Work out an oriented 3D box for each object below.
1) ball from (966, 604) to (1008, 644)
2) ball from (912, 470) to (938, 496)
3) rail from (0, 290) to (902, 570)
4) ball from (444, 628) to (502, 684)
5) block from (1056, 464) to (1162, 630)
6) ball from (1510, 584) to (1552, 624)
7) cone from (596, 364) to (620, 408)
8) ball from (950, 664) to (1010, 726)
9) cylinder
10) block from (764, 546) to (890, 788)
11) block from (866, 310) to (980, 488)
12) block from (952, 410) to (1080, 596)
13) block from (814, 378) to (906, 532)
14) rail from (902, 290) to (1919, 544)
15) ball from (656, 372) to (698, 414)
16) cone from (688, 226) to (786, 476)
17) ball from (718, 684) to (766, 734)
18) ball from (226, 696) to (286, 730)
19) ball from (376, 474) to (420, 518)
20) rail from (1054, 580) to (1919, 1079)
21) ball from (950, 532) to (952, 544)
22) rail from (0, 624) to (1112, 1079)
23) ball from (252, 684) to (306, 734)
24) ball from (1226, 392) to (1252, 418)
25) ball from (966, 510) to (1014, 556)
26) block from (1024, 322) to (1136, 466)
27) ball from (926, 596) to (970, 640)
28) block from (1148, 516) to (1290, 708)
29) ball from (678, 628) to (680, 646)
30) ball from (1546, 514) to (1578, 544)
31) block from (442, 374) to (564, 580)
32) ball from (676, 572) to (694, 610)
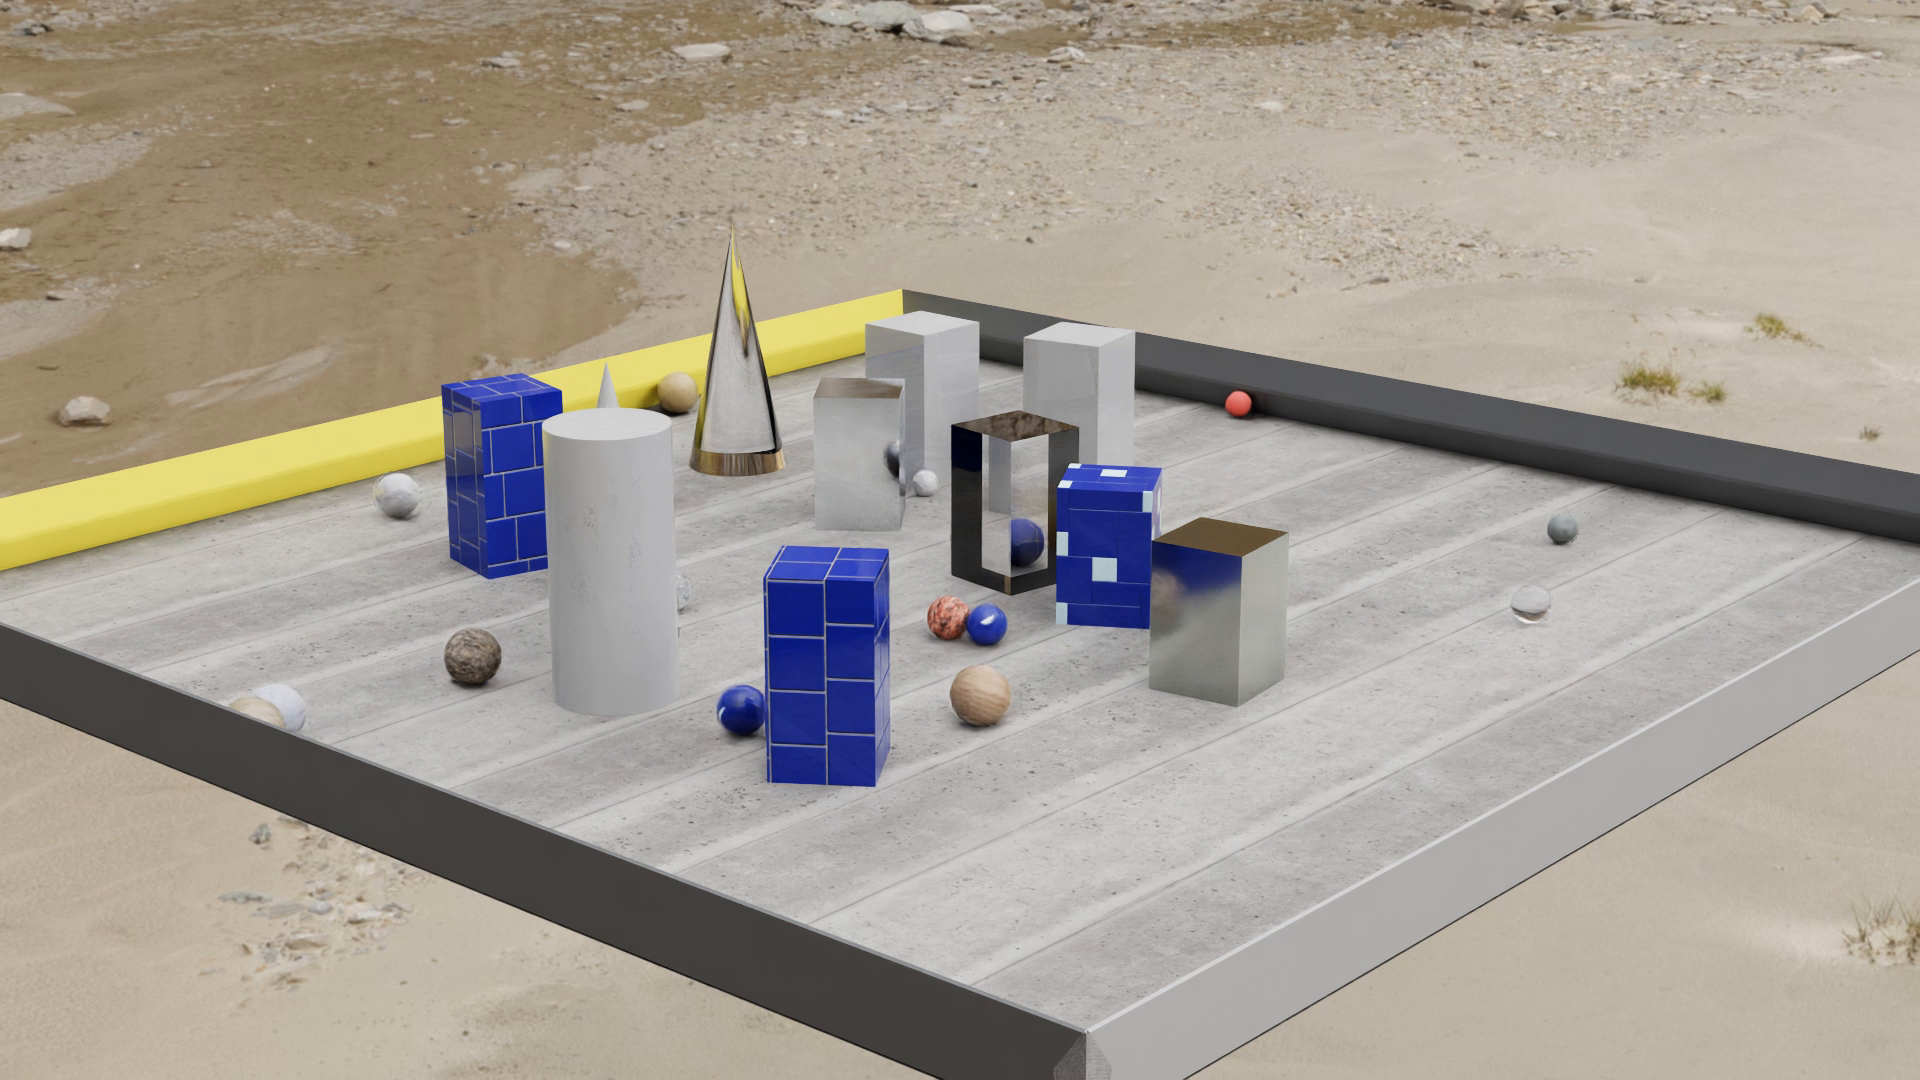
[{"bbox_3d":[0.045,0.140,4.872,0.069,0.069,0.069,0,17,0],"label":"ball"},{"bbox_3d":[-0.068,-0.111,5.737,0.051,0.051,0.051,0,17,0],"label":"ball"},{"bbox_3d":[-1.038,-0.227,5.982,0.045,0.130,2.797,14,22,39],"label":"rail"},{"bbox_3d":[-0.779,0.185,4.682,0.092,0.092,0.092,0,17,0],"label":"ball"},{"bbox_3d":[0.255,0.009,5.009,0.160,0.240,0.160,3,17,9],"label":"block"},{"bbox_3d":[0.970,0.109,4.977,0.068,0.068,0.068,0,17,0],"label":"ball"},{"bbox_3d":[-0.607,-0.108,5.087,0.200,0.420,0.200,0,17,0],"label":"cone"},{"bbox_3d":[0.031,0.238,4.504,0.094,0.094,0.094,0,17,0],"label":"ball"},{"bbox_3d":[-0.544,0.033,4.580,0.200,0.443,0.200,0,17,0],"label":"cylinder"},{"bbox_3d":[-0.193,0.184,4.302,0.160,0.314,0.160,2,17,6],"label":"block"},{"bbox_3d":[-0.075,-0.280,5.843,0.160,0.313,0.160,15,22,40],"label":"block"},{"bbox_3d":[0.097,-0.068,5.198,0.160,0.278,0.160,-14,22,-39],"label":"block"},{"bbox_3d":[-0.189,-0.163,5.551,0.160,0.257,0.160,1,17,3],"label":"block"},{"bbox_3d":[0.901,-0.267,6.114,2.796,0.130,0.045,14,22,39],"label":"rail"},{"bbox_3d":[-0.614,-0.320,6.362,0.090,0.090,0.090,0,17,0],"label":"ball"},{"bbox_3d":[-0.452,-0.392,5.902,0.200,0.493,0.200,0,17,0],"label":"cone"},{"bbox_3d":[-0.331,0.259,4.465,0.076,0.076,0.076,0,17,0],"label":"ball"},{"bbox_3d":[-1.051,0.283,4.345,0.100,0.100,0.100,0,17,0],"label":"ball"},{"bbox_3d":[-1.073,-0.086,5.595,0.084,0.084,0.084,0,17,0],"label":"ball"},{"bbox_3d":[1.038,0.292,4.257,0.045,0.130,2.797,14,22,39],"label":"rail"},{"bbox_3d":[0.004,-0.004,5.389,0.046,0.046,0.046,0,17,0],"label":"ball"},{"bbox_3d":[-0.901,0.332,4.126,2.796,0.130,0.045,14,22,39],"label":"rail"},{"bbox_3d":[-1.034,0.261,4.436,0.088,0.088,0.088,0,17,0],"label":"ball"},{"bbox_3d":[0.602,-0.293,6.331,0.056,0.056,0.056,0,17,0],"label":"ball"},{"bbox_3d":[0.055,-0.013,5.348,0.087,0.087,0.087,0,17,0],"label":"ball"},{"bbox_3d":[0.230,-0.238,5.676,0.160,0.329,0.160,9,19,27],"label":"block"},{"bbox_3d":[-0.019,0.129,4.901,0.073,0.073,0.073,0,17,0],"label":"ball"},{"bbox_3d":[0.411,0.112,4.657,0.160,0.246,0.160,11,20,32],"label":"block"},{"bbox_3d":[-0.502,0.159,4.766,0.094,0.094,0.094,0,17,0],"label":"ball"},{"bbox_3d":[1.115,-0.021,5.431,0.055,0.055,0.055,0,17,0],"label":"ball"},{"bbox_3d":[-0.819,-0.117,5.281,0.160,0.325,0.160,-11,20,-33],"label":"block"},{"bbox_3d":[-0.493,0.087,5.052,0.066,0.066,0.066,0,17,0],"label":"ball"}]
